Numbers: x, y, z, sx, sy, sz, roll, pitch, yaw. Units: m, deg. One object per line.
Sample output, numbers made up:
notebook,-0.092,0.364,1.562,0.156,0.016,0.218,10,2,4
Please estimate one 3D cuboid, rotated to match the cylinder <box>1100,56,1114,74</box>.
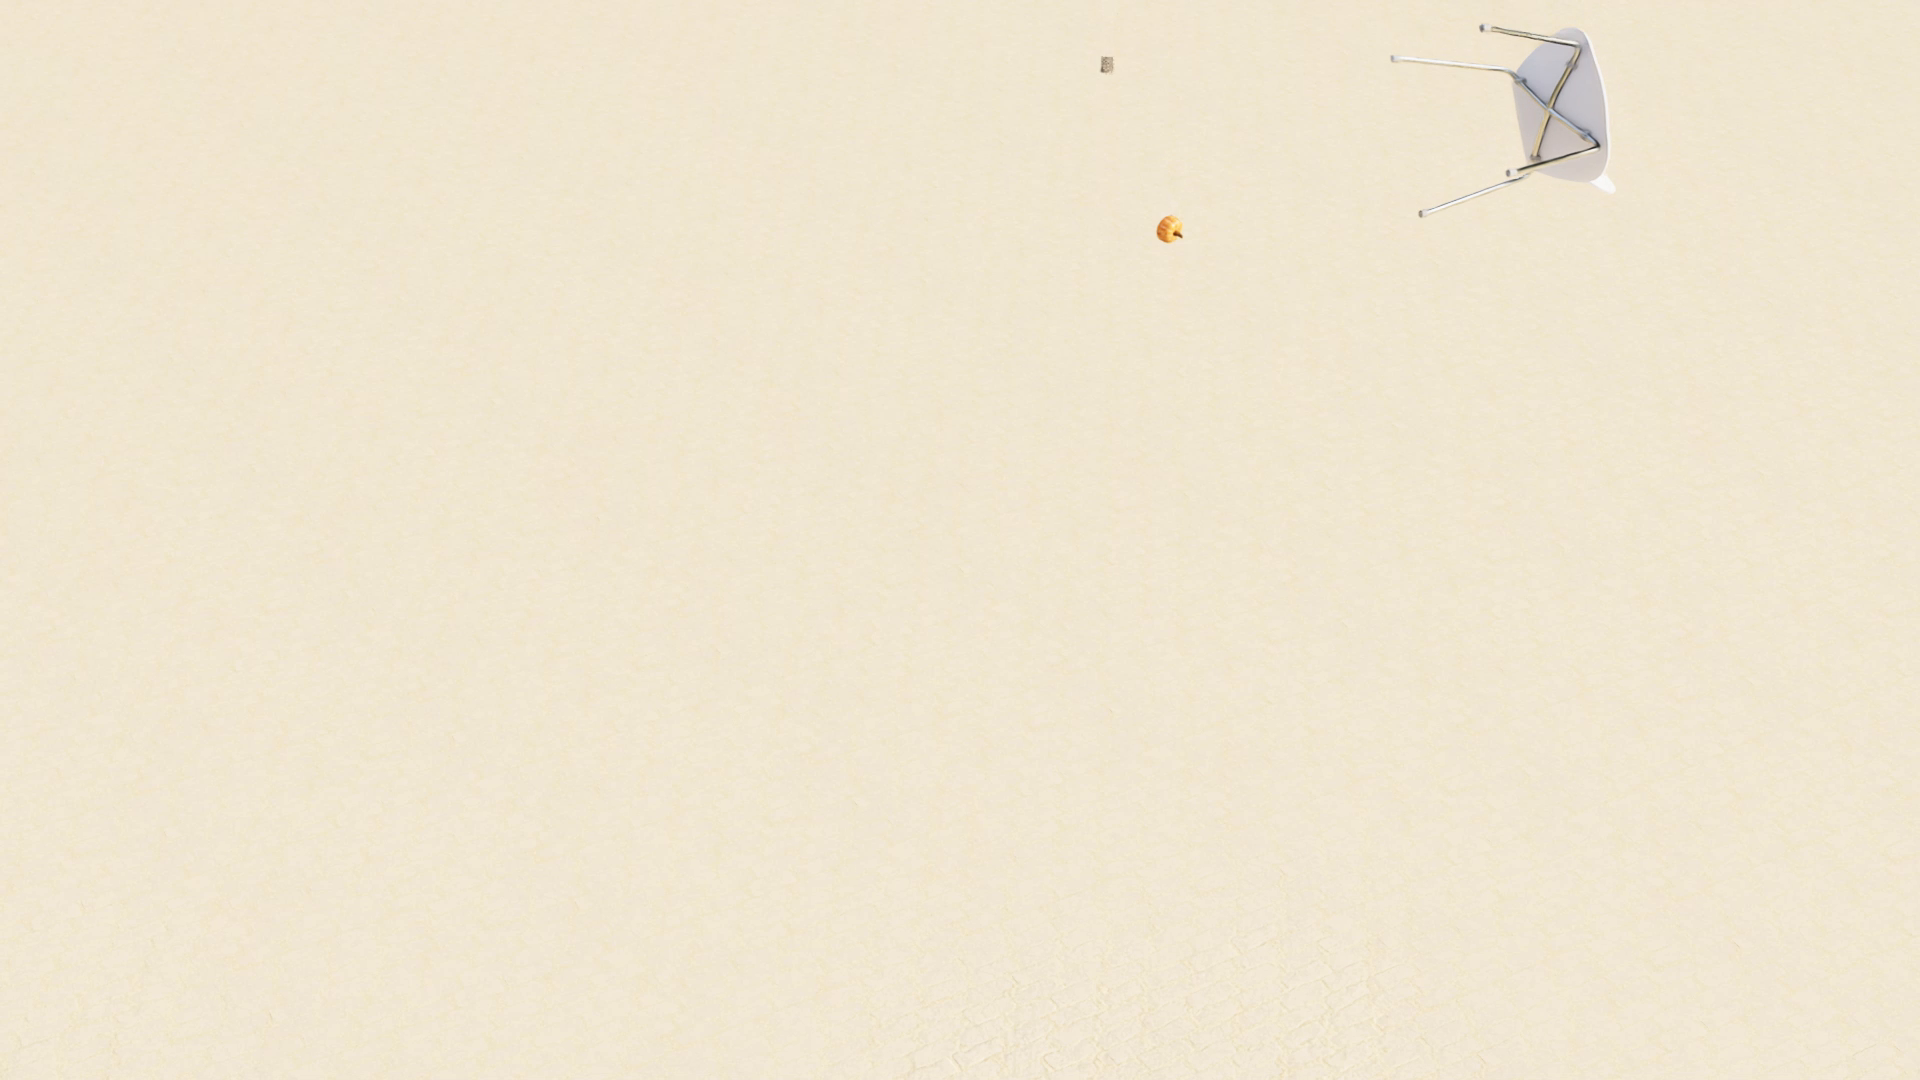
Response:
cylinder,0.508,-1.644,10.136,0.045,0.056,0.040,9,15,27
